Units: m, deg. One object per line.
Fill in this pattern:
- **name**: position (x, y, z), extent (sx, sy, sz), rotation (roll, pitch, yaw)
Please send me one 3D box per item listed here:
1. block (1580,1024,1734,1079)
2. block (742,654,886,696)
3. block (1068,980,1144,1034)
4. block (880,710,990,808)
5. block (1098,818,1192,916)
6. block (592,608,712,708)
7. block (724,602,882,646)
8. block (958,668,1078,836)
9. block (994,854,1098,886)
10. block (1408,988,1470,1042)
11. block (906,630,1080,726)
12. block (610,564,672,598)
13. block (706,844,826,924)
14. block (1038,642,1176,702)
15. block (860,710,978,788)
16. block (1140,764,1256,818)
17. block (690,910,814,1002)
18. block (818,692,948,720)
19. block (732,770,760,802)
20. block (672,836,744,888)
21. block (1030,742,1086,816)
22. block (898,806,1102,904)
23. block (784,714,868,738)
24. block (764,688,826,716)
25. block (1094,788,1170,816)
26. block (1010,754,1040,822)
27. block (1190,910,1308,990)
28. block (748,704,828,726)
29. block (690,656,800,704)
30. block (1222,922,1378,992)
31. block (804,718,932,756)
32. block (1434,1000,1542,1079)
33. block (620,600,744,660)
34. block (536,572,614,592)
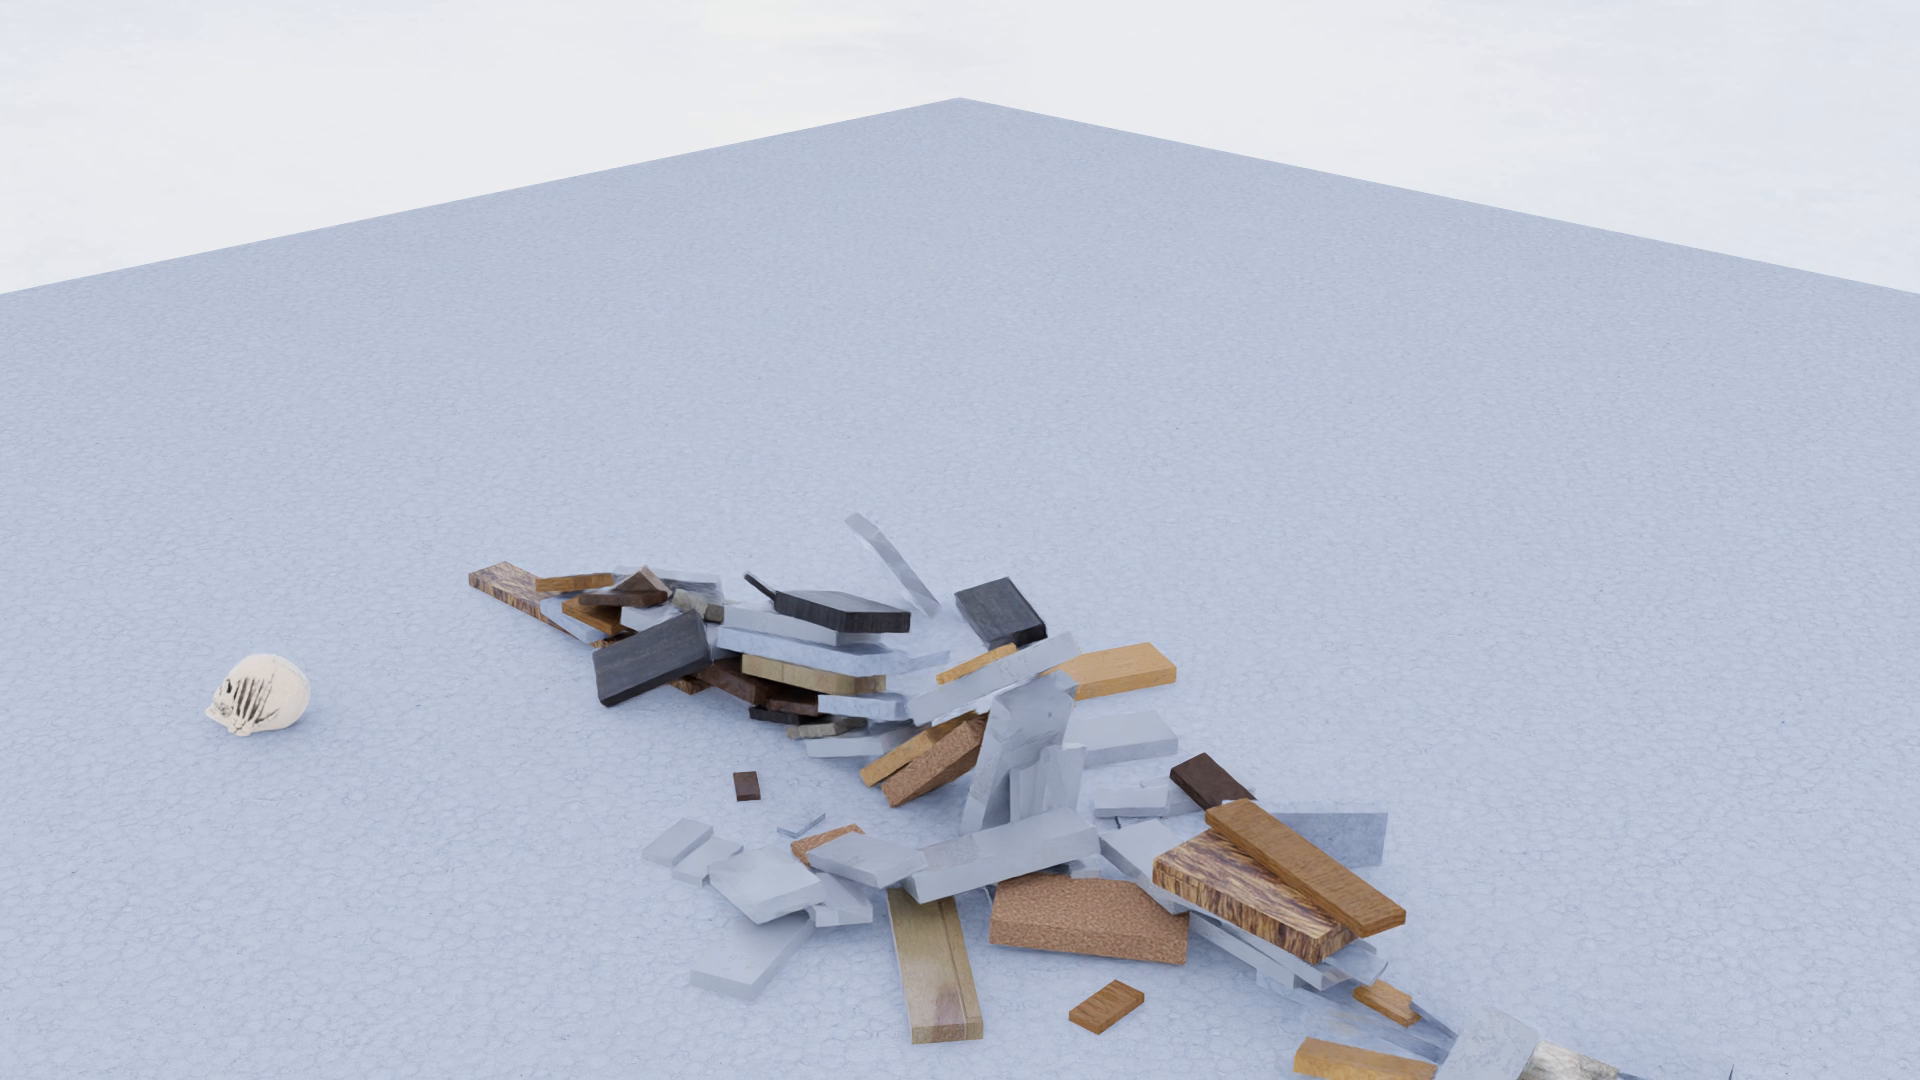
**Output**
- **block**: position (1.153, 0.878, 3.650), extent (0.230, 0.033, 0.115), rotation (12, 26, 26)
- **block**: position (-0.317, 0.286, 4.758), extent (0.295, 0.042, 0.148), rotation (9, 7, 42)
- **block**: position (0.256, 0.812, 3.824), extent (0.065, 0.018, 0.130), rotation (19, 30, 38)
- **block**: position (0.002, 0.422, 4.399), extent (0.180, 0.051, 0.359), rotation (-19, -14, -38)
- **block**: position (0.382, 0.609, 4.114), extent (0.130, 0.037, 0.259), rotation (-12, 25, -26)
- **block**: position (-0.686, 0.262, 4.880), extent (0.261, 0.037, 0.130), rotation (-23, 55, 10)
- **block**: position (-0.349, 0.184, 4.866), extent (0.319, 0.045, 0.160), rotation (8, 6, 35)
- **block**: position (0.112, 0.430, 4.287), extent (0.180, 0.359, 0.051), rotation (-19, 46, -38)
- **block**: position (0.164, 0.623, 4.209), extent (0.197, 0.028, 0.099), rotation (0, 23, 0)
- **block**: position (0.826, 0.808, 3.727), extent (0.059, 0.017, 0.117), rotation (-19, 39, -38)
- **block**: position (0.061, 0.271, 4.268), extent (0.180, 0.051, 0.359), rotation (-20, -6, -34)
- **block**: position (-0.768, 0.132, 5.212), extent (0.185, 0.093, 0.026), rotation (-30, 16, 45)
- **block**: position (-0.364, 0.639, 4.108), extent (0.136, 0.039, 0.273), rotation (-16, 14, -22)
- **block**: position (0.334, 0.300, 5.002), extent (0.280, 0.040, 0.140), rotation (-9, 25, -20)
- **block**: position (-0.081, 0.427, 4.493), extent (0.135, 0.038, 0.271), rotation (-20, -11, -38)
- **block**: position (0.486, 0.515, 4.509), extent (0.211, 0.030, 0.105), rotation (-8, 24, -19)
- **block**: position (-0.372, 0.740, 3.973), extent (0.122, 0.035, 0.245), rotation (9, 25, 21)
- **block**: position (-0.163, 0.344, 4.581), extent (0.135, 0.038, 0.271), rotation (-1, 0, -38)
- **block**: position (-0.441, 0.509, 4.544), extent (0.049, 0.014, 0.097), rotation (-4, 23, -9)
- **block**: position (-0.489, 0.624, 4.265), extent (0.071, 0.020, 0.142), rotation (12, 26, 26)
- **block**: position (0.187, 0.495, 4.277), extent (0.099, 0.197, 0.028), rotation (-3, 17, -43)
- **block**: position (0.067, 0.590, 4.129), extent (0.355, 0.050, 0.178), rotation (-14, 8, -13)
- **block**: position (-0.287, 0.395, 4.703), extent (0.087, 0.025, 0.175), rotation (-18, 5, -40)
- **block**: position (-0.331, 0.349, 4.741), extent (0.087, 0.025, 0.175), rotation (-18, 14, -42)
- **block**: position (0.346, 0.528, 4.433), extent (0.146, 0.021, 0.073), rotation (-2, 26, 14)
- **block**: position (0.143, 0.519, 4.284), extent (0.099, 0.197, 0.028), rotation (-19, 28, -38)
- **block**: position (0.550, 0.713, 3.950), extent (0.130, 0.037, 0.259), rotation (-17, 28, -35)
- **block**: position (-0.372, 0.373, 4.789), extent (0.087, 0.025, 0.175), rotation (-18, 13, -41)
- **block**: position (-0.537, 0.279, 4.935), extent (0.405, 0.042, 0.148), rotation (20, 17, 41)
- **block**: position (0.596, 0.700, 3.884), extent (0.130, 0.037, 0.259), rotation (-15, 26, -31)
- **block**: position (-0.192, 0.412, 4.608), extent (0.135, 0.038, 0.271), rotation (-20, 7, -38)
- **block**: position (0.835, 0.858, 3.535), extent (0.109, 0.031, 0.219), rotation (27, 62, 21)
- **block**: position (-0.619, 0.205, 5.012), extent (0.295, 0.042, 0.148), rotation (19, 16, 37)
- **block**: position (-0.923, 0.103, 5.366), extent (0.110, 0.031, 0.221), rotation (-2, 2, 27)
